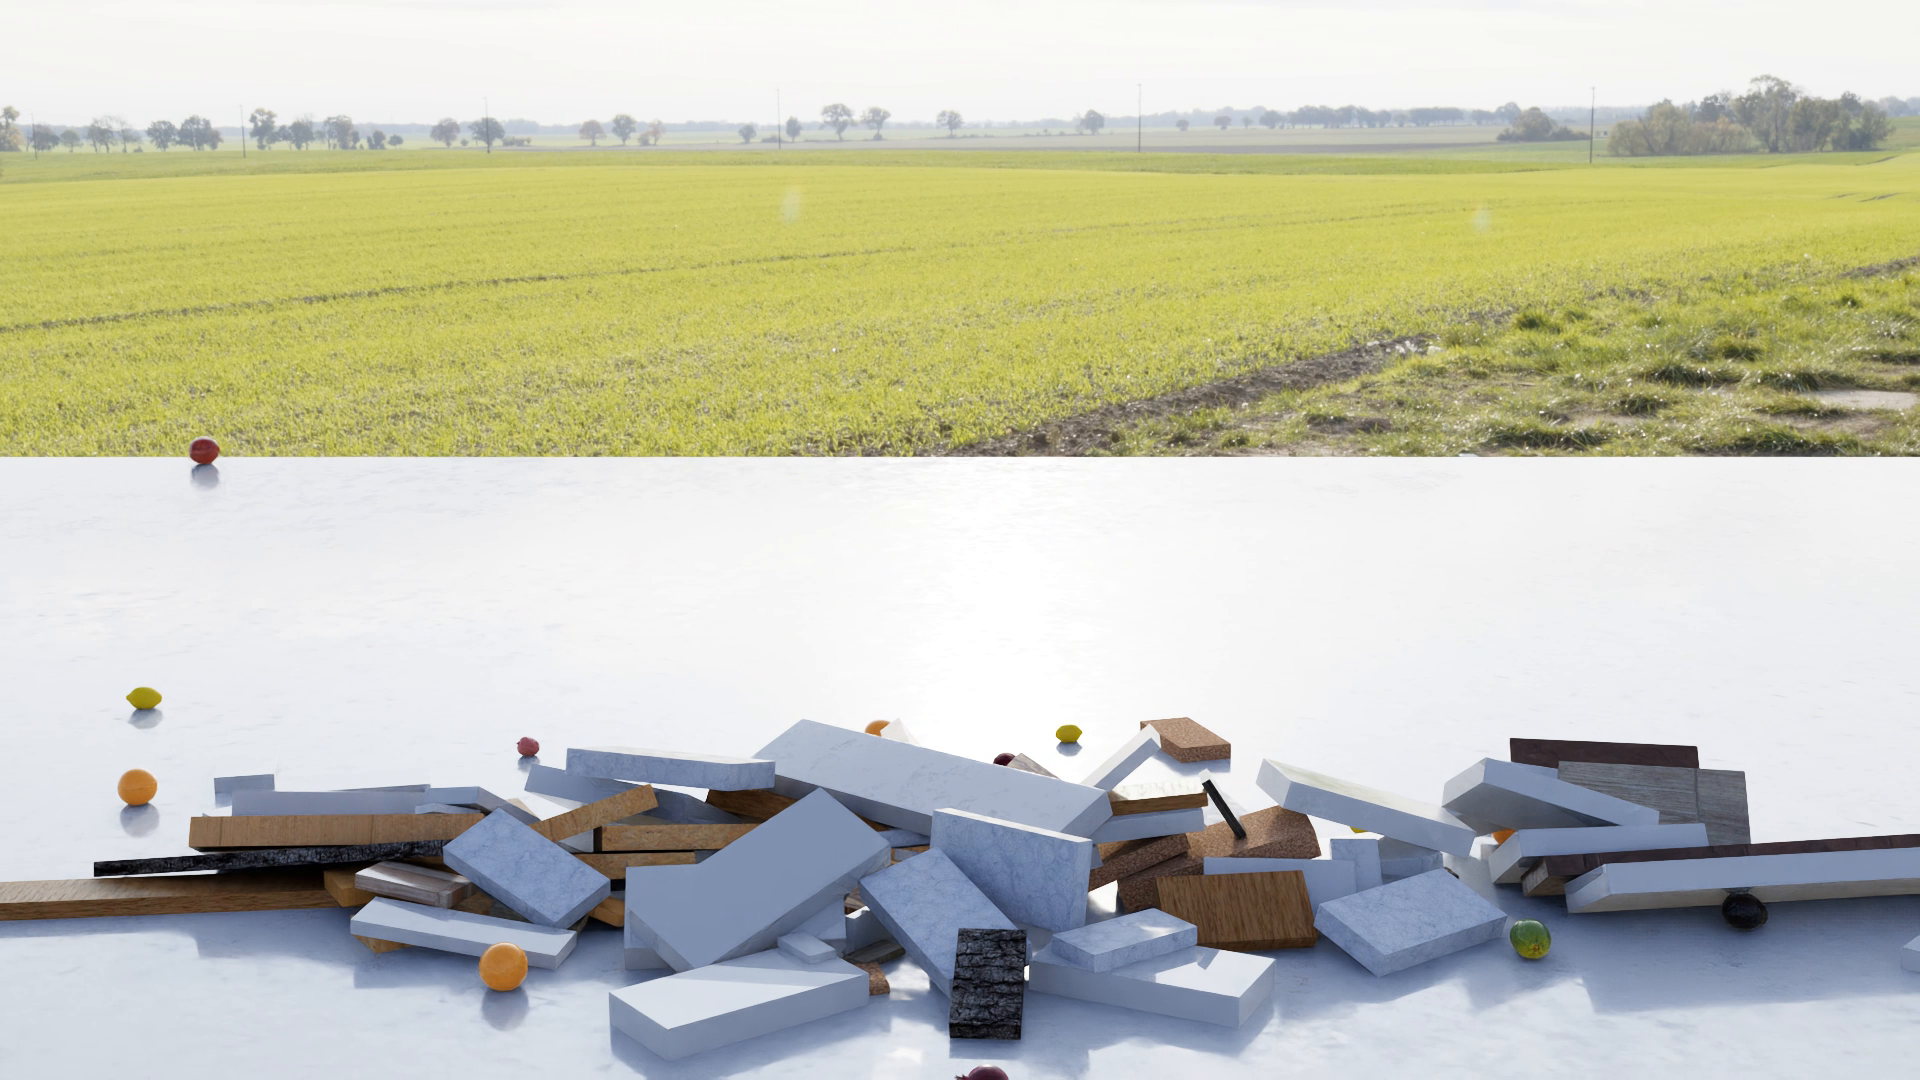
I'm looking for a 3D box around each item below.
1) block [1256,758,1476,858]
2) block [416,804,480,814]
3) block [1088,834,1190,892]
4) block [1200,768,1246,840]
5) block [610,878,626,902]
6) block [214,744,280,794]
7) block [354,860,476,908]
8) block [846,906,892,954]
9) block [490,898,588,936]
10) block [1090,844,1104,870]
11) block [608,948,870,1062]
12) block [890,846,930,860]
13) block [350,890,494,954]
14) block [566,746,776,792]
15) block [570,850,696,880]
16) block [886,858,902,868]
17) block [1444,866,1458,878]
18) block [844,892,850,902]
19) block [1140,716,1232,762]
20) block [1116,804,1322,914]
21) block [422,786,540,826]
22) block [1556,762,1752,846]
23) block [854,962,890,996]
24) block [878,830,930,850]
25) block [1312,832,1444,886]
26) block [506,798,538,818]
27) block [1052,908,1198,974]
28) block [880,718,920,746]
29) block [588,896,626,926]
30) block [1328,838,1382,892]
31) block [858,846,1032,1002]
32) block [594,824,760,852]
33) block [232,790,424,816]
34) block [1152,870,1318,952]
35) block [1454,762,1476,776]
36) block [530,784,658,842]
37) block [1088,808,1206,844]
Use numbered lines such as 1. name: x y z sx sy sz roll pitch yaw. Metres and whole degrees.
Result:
1. block: 0.676 0.447 3.675 0.331 0.047 0.166 16 5 -10
2. block: -0.865 0.460 3.716 0.049 0.014 0.098 -14 -21 36
3. block: 0.251 0.530 3.657 0.243 0.034 0.122 -22 10 -7
4. block: 0.433 0.435 3.627 0.016 0.114 0.057 -33 8 8
5. block: -0.596 0.582 3.655 0.141 0.020 0.071 -1 11 -6
6. block: -1.406 0.449 4.340 0.111 0.031 0.222 -3 11 -14
7. block: -0.868 0.548 3.509 0.170 0.024 0.085 9 11 19
8. block: -0.135 0.601 3.437 0.018 0.063 0.125 7 13 32
9. block: -0.669 0.594 3.498 0.141 0.020 0.071 14 14 3
10. block: 0.109 0.542 3.638 0.243 0.034 0.121 -17 10 -1
11. block: -0.316 0.659 3.166 0.335 0.047 0.167 -8 13 -37
12. block: -0.061 0.542 3.719 0.210 0.030 0.105 -3 -18 -17
13. block: -0.848 0.606 3.501 0.212 0.030 0.106 -7 13 -35
14. block: -0.507 0.399 3.857 0.327 0.046 0.163 3 -2 23
15. block: -0.586 0.540 3.651 0.286 0.041 0.143 0 -7 -8
16. block: -0.099 0.553 3.585 0.237 0.018 0.063 7 42 15
17. block: 0.772 0.564 3.678 0.109 0.015 0.054 -1 8 -9
18. block: -0.164 0.583 3.650 0.145 0.021 0.072 0 11 -1
19. block: 0.464 0.412 4.544 0.109 0.031 0.219 -3 11 -18
20. block: 0.421 0.522 3.643 0.331 0.047 0.166 -17 10 3
21. block: -0.827 0.472 3.812 0.105 0.030 0.210 -4 -24 19
22. block: 1.224 0.479 3.891 0.319 0.045 0.159 2 51 11
23. block: -0.137 0.655 3.282 0.046 0.013 0.093 -3 11 -13
24. block: -0.101 0.528 3.761 0.210 0.030 0.105 -3 -28 -17
25. block: 0.617 0.544 3.664 0.331 0.047 0.166 -6 9 -8
26. block: -0.826 0.513 4.015 0.090 0.026 0.181 -5 12 -26
27. block: 0.247 0.598 3.293 0.200 0.028 0.100 -8 13 -35
28. block: -0.068 0.440 4.063 0.044 0.156 0.311 -37 13 0
29. block: -0.587 0.584 3.534 0.141 0.020 0.071 17 5 22
30. block: 0.641 0.553 3.546 0.076 0.022 0.153 0 52 1
31. block: -0.025 0.579 3.343 0.142 0.040 0.284 -20 33 -24
32. block: -0.467 0.502 3.708 0.286 0.041 0.143 1 -9 -15
33. block: -1.074 0.469 3.873 0.356 0.050 0.178 0 -6 2
34. block: 0.429 0.581 3.434 0.238 0.034 0.119 -2 51 -8
35. block: 1.106 0.475 4.158 0.337 0.048 0.168 2 11 12
36. block: -0.652 0.476 3.700 0.286 0.041 0.143 -19 -3 -10
37. block: 0.276 0.463 3.649 0.243 0.034 0.122 -7 10 0
